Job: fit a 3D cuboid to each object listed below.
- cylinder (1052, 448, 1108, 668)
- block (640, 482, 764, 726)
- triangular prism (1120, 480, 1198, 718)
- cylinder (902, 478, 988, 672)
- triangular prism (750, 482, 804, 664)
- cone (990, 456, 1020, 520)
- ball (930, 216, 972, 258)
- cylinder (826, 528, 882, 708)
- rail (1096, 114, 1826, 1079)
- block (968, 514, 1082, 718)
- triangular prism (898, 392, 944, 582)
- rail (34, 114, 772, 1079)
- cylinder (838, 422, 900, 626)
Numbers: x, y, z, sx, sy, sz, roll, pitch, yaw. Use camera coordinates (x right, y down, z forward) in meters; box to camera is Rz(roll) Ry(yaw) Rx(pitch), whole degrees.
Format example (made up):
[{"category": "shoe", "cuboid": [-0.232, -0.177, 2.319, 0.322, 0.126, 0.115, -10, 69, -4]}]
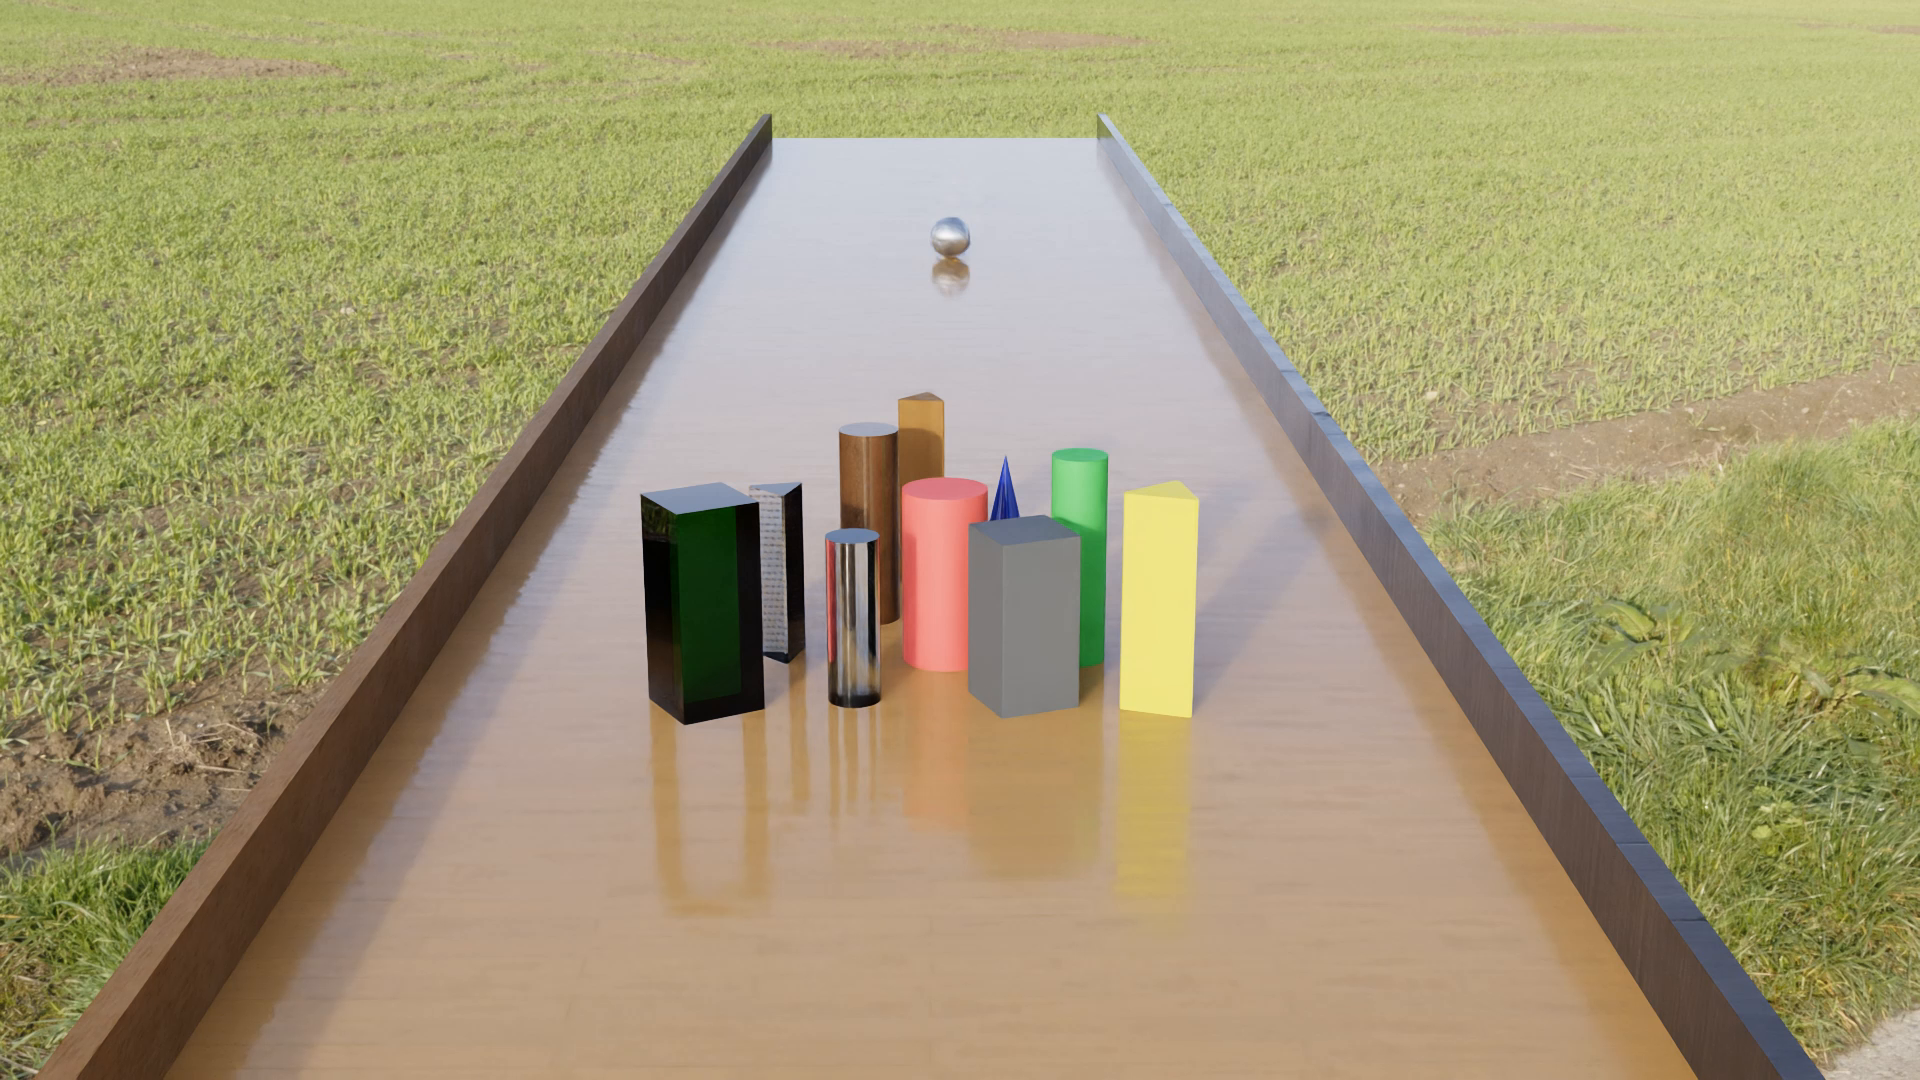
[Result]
[{"category": "cylinder", "cuboid": [0.235, 0.035, 4.369, 0.111, 0.422, 0.111, 0, 17, 0]}, {"category": "block", "cuboid": [-0.482, 0.117, 4.122, 0.165, 0.406, 0.165, -10, 19, -29]}, {"category": "triangular prism", "cuboid": [0.387, 0.107, 4.128, 0.138, 0.422, 0.120, 6, 18, 19]}, {"category": "cylinder", "cuboid": [-0.030, 0.067, 4.383, 0.171, 0.352, 0.171, 0, 17, 0]}, {"category": "triangular prism", "cuboid": [-0.350, 0.061, 4.411, 0.091, 0.349, 0.105, -15, 22, -42]}, {"category": "cone", "cuboid": [0.096, -0.013, 4.661, 0.160, 0.348, 0.160, 0, 17, 0]}, {"category": "ball", "cuboid": [-0.039, -1.266, 9.184, 0.171, 0.171, 0.171, 0, 17, 0]}, {"category": "cylinder", "cuboid": [-0.202, 0.148, 4.160, 0.102, 0.325, 0.102, 0, 17, 0]}, {"category": "rail", "cuboid": [0.932, -0.844, 7.801, 0.050, 0.150, 12.000, 0, 17, -1]}, {"category": "block", "cuboid": [0.120, 0.142, 4.155, 0.159, 0.338, 0.159, -7, 18, -22]}, {"category": "triangular prism", "cuboid": [-0.077, -0.116, 4.888, 0.101, 0.416, 0.087, 3, 17, 9]}, {"category": "rail", "cuboid": [-1.118, -0.838, 7.780, 0.050, 0.150, 12.000, 0, 17, -1]}, {"category": "cylinder", "cuboid": [-0.190, -0.033, 4.621, 0.124, 0.410, 0.124, 0, 17, 0]}]
